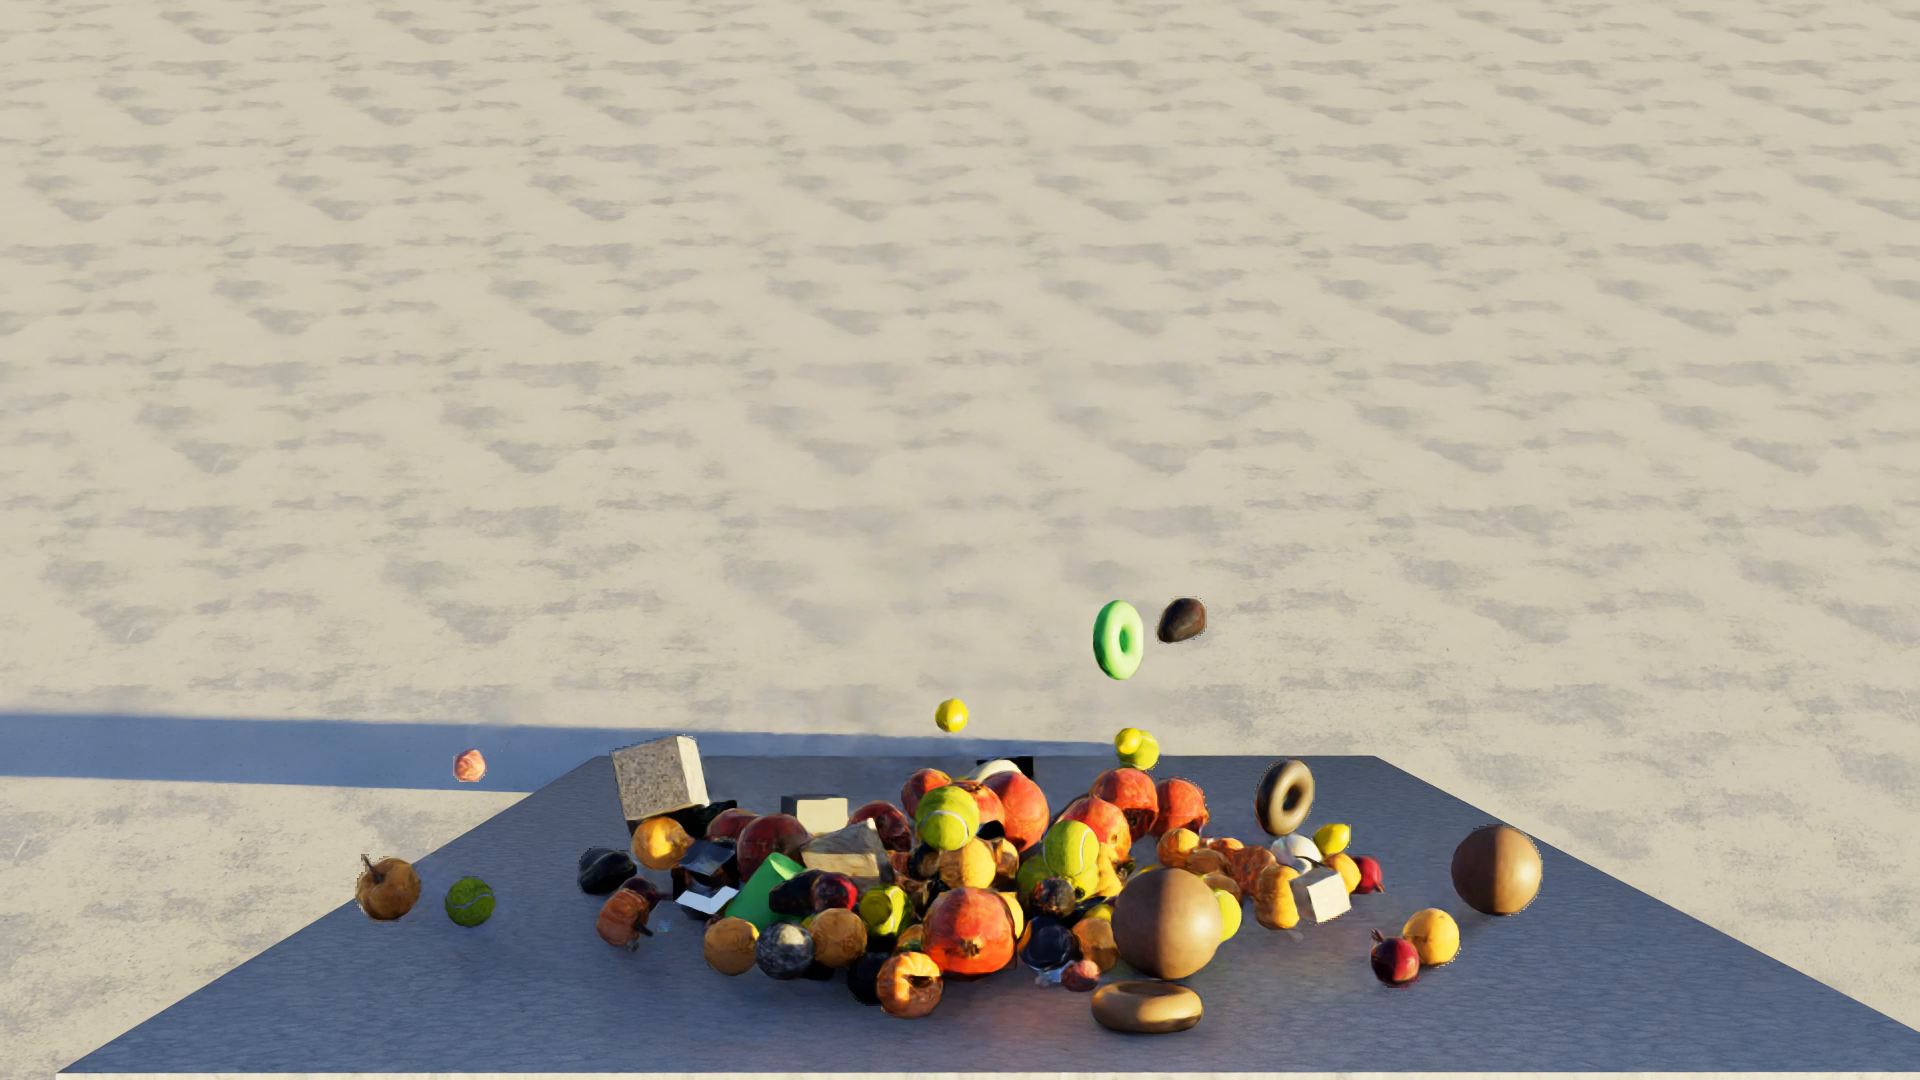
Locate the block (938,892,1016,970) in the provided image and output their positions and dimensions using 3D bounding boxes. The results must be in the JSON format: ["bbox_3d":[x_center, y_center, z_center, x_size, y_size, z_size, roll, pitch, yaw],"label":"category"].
[{"bbox_3d":[0.023,0.495,3.280,0.095,0.095,0.095,-1,-8,1],"label":"block"}]

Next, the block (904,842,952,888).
[{"bbox_3d":[-0.049,0.514,4.086,0.051,0.051,0.051,-31,3,-15],"label":"block"}]

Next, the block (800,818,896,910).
[{"bbox_3d":[-0.154,0.446,3.565,0.091,0.091,0.091,-22,-2,8],"label":"block"}]

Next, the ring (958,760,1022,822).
[{"bbox_3d":[0.045,0.380,3.919,0.112,0.112,0.037,-17,42,-26],"label":"ring"}]

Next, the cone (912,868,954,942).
[{"bbox_3d":[-0.022,0.481,3.431,0.094,0.094,0.094,-7,-8,-1],"label":"cone"}]

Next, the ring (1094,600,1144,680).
[{"bbox_3d":[0.256,0.161,4.170,0.043,0.128,0.128,-2,26,31],"label":"ring"}]

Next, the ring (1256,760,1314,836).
[{"bbox_3d":[0.500,0.397,3.986,0.041,0.122,0.122,19,35,40],"label":"ring"}]

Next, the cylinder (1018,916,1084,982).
[{"bbox_3d":[0.112,0.506,3.203,0.066,0.066,0.066,-9,64,18],"label":"cylinder"}]

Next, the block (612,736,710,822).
[{"bbox_3d":[-0.398,0.319,3.446,0.091,0.091,0.091,-15,-10,7],"label":"block"}]

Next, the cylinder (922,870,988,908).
[{"bbox_3d":[-0.005,0.503,3.603,0.085,0.085,0.085,4,-6,6],"label":"cylinder"}]

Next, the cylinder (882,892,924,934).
[{"bbox_3d":[-0.076,0.520,3.616,0.058,0.058,0.058,-1,30,5],"label":"cylinder"}]

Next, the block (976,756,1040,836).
[{"bbox_3d":[0.080,0.433,4.343,0.094,0.094,0.094,-6,42,3],"label":"block"}]

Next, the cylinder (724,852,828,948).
[{"bbox_3d":[-0.241,0.479,3.397,0.098,0.098,0.098,37,9,-7],"label":"cylinder"}]

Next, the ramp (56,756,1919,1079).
[{"bbox_3d":[0.068,0.602,4.663,2.000,0.100,4.000,0,0,0],"label":"ramp"}]

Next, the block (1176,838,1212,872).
[{"bbox_3d":[0.391,0.525,4.317,0.052,0.052,0.052,0,0,15],"label":"block"}]

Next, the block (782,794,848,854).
[{"bbox_3d":[-0.259,0.505,4.612,0.094,0.094,0.094,0,0,-22],"label":"block"}]

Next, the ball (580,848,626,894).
[{"bbox_3d":[-0.558,0.516,4.038,0.070,0.070,0.070,0,30,0],"label":"ball"}]

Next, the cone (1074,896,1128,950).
[{"bbox_3d":[0.189,0.513,3.467,0.071,0.071,0.071,3,-7,5],"label":"cone"}]

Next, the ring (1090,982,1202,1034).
[{"bbox_3d":[0.210,0.528,2.922,0.127,0.042,0.127,2,0,0],"label":"ring"}]

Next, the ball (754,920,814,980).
[{"bbox_3d":[-0.206,0.483,3.045,0.071,0.071,0.071,0,30,0],"label":"ball"}]

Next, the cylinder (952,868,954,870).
[{"bbox_3d":[-0.005,0.520,4.313,0.062,0.062,0.062,-5,-2,-9],"label":"cylinder"}]

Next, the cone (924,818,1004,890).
[{"bbox_3d":[-0.008,0.392,3.355,0.095,0.095,0.095,17,34,30],"label":"cone"}]

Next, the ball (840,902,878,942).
[{"bbox_3d":[-0.138,0.523,3.549,0.054,0.054,0.054,0,30,0],"label":"ball"}]

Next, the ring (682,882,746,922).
[{"bbox_3d":[-0.339,0.528,3.780,0.139,0.046,0.139,0,1,0],"label":"ring"}]

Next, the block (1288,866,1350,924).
[{"bbox_3d":[0.478,0.472,3.445,0.052,0.052,0.052,-21,10,-21],"label":"block"}]

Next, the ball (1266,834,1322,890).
[{"bbox_3d":[0.525,0.507,4.069,0.087,0.087,0.087,0,30,0],"label":"ball"}]

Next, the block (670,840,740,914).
[{"bbox_3d":[-0.345,0.457,3.509,0.064,0.064,0.064,14,31,27],"label":"block"}]

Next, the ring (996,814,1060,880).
[{"bbox_3d":[0.097,0.479,4.058,0.047,0.141,0.141,-51,42,1],"label":"ring"}]

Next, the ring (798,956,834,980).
[{"bbox_3d":[-0.190,0.513,3.120,0.080,0.027,0.080,11,-13,2],"label":"ring"}]

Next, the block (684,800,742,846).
[{"bbox_3d":[-0.429,0.495,4.502,0.073,0.073,0.073,-10,-6,12],"label":"block"}]

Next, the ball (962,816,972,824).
[{"bbox_3d":[0.034,0.521,4.752,0.062,0.062,0.062,0,30,0],"label":"ball"}]
